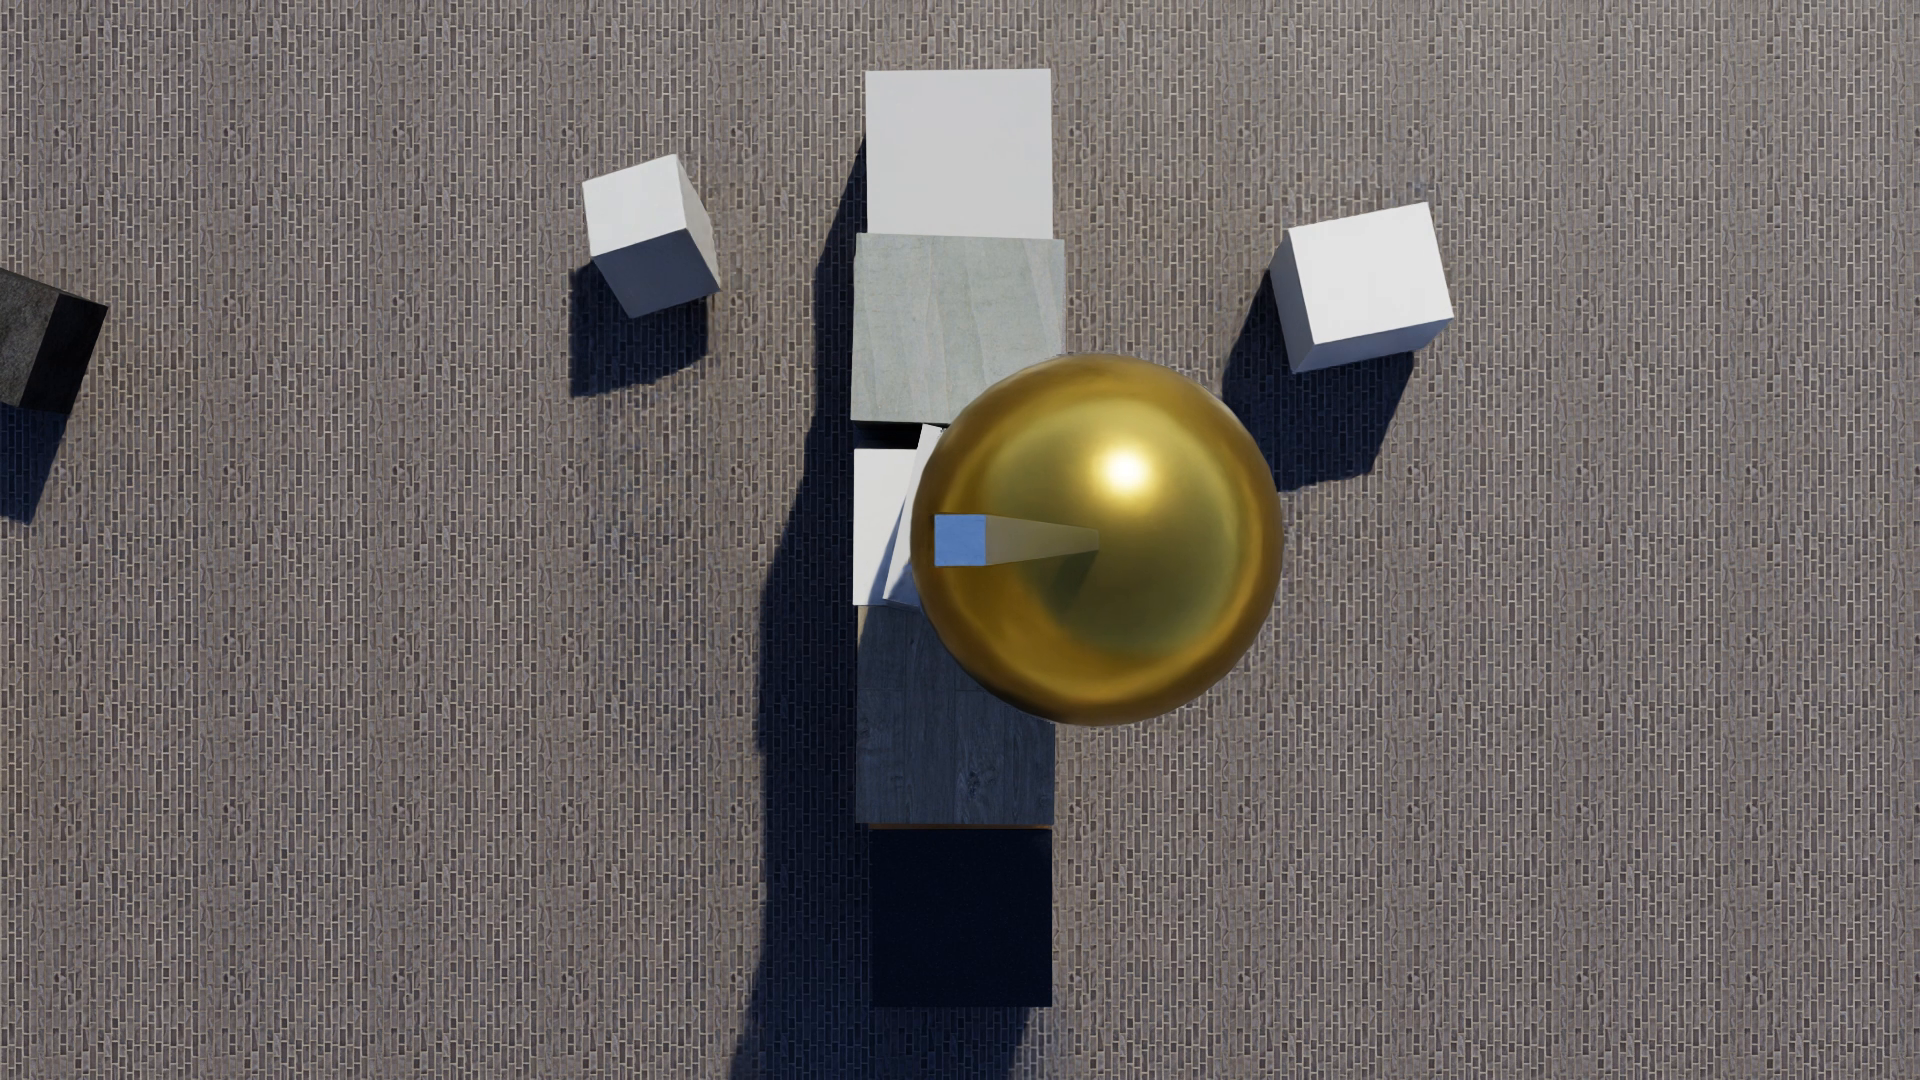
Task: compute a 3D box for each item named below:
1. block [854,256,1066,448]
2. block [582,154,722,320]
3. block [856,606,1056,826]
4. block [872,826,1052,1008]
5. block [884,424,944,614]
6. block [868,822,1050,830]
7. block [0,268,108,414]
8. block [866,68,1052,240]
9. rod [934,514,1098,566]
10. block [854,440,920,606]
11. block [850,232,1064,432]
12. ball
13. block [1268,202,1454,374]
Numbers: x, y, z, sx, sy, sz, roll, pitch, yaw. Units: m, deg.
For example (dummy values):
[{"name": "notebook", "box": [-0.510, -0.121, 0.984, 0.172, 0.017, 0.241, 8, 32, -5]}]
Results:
[{"name": "block", "box": [-0.002, -0.977, 12.479, 1.153, 1.041, 1.124, 0, 90, 0]}, {"name": "block", "box": [-1.758, -1.732, 12.570, 0.559, 0.595, 0.564, -16, 57, 6]}, {"name": "block", "box": [-0.019, 0.879, 11.485, 0.992, 1.001, 1.080, 1, 90, 0]}, {"name": "block", "box": [0.014, 2.069, 12.514, 0.983, 0.972, 0.971, 0, 90, 0]}, {"name": "block", "box": [0.152, -0.010, 10.615, 0.857, 0.791, 0.836, 13, 86, 1]}, {"name": "block", "box": [-0.006, 1.117, 12.493, 0.982, 1.015, 0.918, 0, 90, 0]}, {"name": "block", "box": [-5.493, -1.185, 12.643, 0.734, 0.713, 0.679, 20, 90, 0]}, {"name": "block", "box": [-0.004, -2.049, 12.468, 1.005, 1.064, 1.006, -1, 90, 0]}, {"name": "rod", "box": [0.251, 0.000, 6.017, 0.080, 5.200, 0.080, 0, 90, 6]}, {"name": "block", "box": [-0.111, -0.103, 11.535, 0.849, 0.905, 0.788, 1, 96, 0]}, {"name": "block", "box": [-0.013, -1.050, 11.471, 1.040, 0.976, 0.936, 2, 90, 0]}, {"name": "ball", "box": [0.580, 0.000, 9.401, 1.600, 1.600, 1.600, 0, 90, 0]}, {"name": "block", "box": [2.269, -1.424, 12.540, 0.785, 0.832, 0.666, -11, 83, -1]}]
